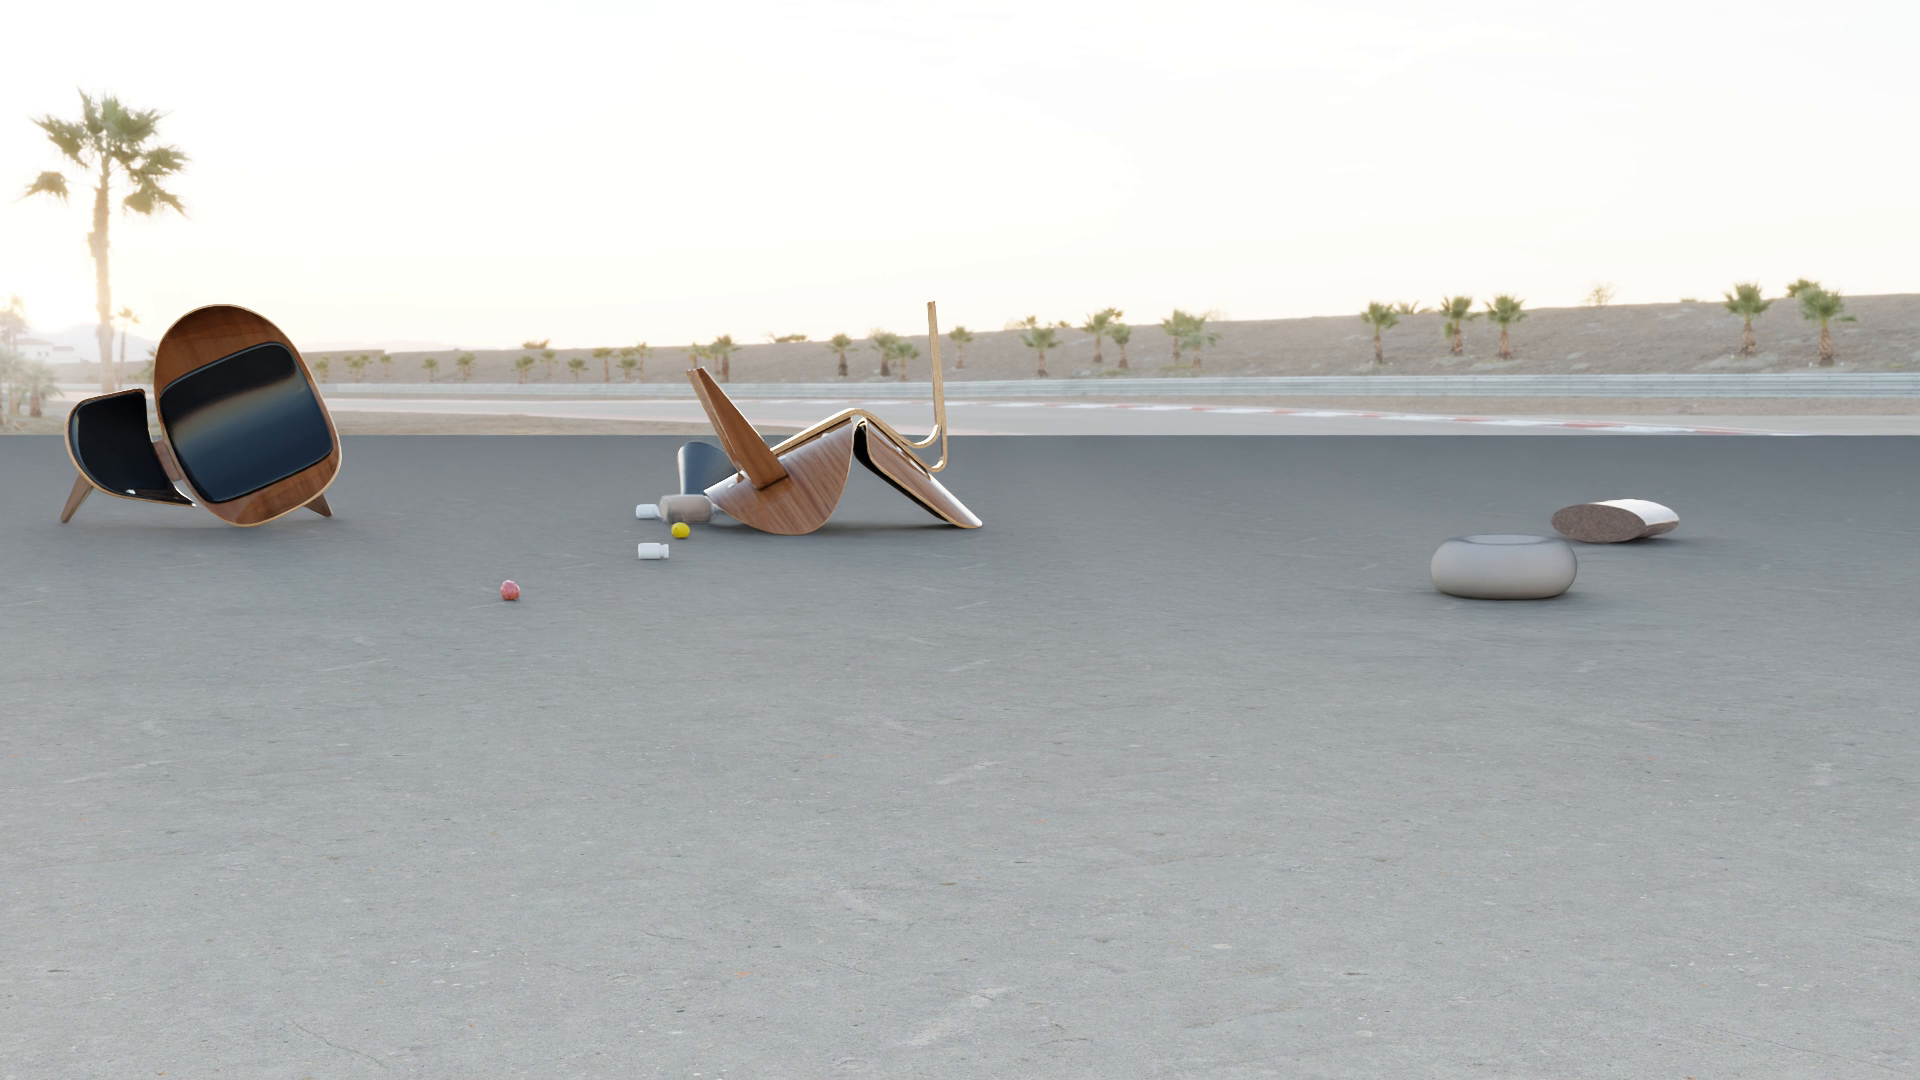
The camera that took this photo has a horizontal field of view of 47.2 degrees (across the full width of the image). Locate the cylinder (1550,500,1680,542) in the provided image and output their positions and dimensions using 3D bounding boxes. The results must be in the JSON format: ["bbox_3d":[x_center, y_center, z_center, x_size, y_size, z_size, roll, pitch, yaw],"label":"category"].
[{"bbox_3d":[1.956,-0.058,6.560,0.284,0.113,0.310,5,6,35],"label":"cylinder"}]

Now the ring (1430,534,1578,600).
[{"bbox_3d":[1.195,0.058,4.838,0.314,0.122,0.419,0,5,15],"label":"ring"}]

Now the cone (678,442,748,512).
[{"bbox_3d":[-0.958,-0.168,8.060,0.267,0.312,0.234,-26,22,40],"label":"cone"}]
